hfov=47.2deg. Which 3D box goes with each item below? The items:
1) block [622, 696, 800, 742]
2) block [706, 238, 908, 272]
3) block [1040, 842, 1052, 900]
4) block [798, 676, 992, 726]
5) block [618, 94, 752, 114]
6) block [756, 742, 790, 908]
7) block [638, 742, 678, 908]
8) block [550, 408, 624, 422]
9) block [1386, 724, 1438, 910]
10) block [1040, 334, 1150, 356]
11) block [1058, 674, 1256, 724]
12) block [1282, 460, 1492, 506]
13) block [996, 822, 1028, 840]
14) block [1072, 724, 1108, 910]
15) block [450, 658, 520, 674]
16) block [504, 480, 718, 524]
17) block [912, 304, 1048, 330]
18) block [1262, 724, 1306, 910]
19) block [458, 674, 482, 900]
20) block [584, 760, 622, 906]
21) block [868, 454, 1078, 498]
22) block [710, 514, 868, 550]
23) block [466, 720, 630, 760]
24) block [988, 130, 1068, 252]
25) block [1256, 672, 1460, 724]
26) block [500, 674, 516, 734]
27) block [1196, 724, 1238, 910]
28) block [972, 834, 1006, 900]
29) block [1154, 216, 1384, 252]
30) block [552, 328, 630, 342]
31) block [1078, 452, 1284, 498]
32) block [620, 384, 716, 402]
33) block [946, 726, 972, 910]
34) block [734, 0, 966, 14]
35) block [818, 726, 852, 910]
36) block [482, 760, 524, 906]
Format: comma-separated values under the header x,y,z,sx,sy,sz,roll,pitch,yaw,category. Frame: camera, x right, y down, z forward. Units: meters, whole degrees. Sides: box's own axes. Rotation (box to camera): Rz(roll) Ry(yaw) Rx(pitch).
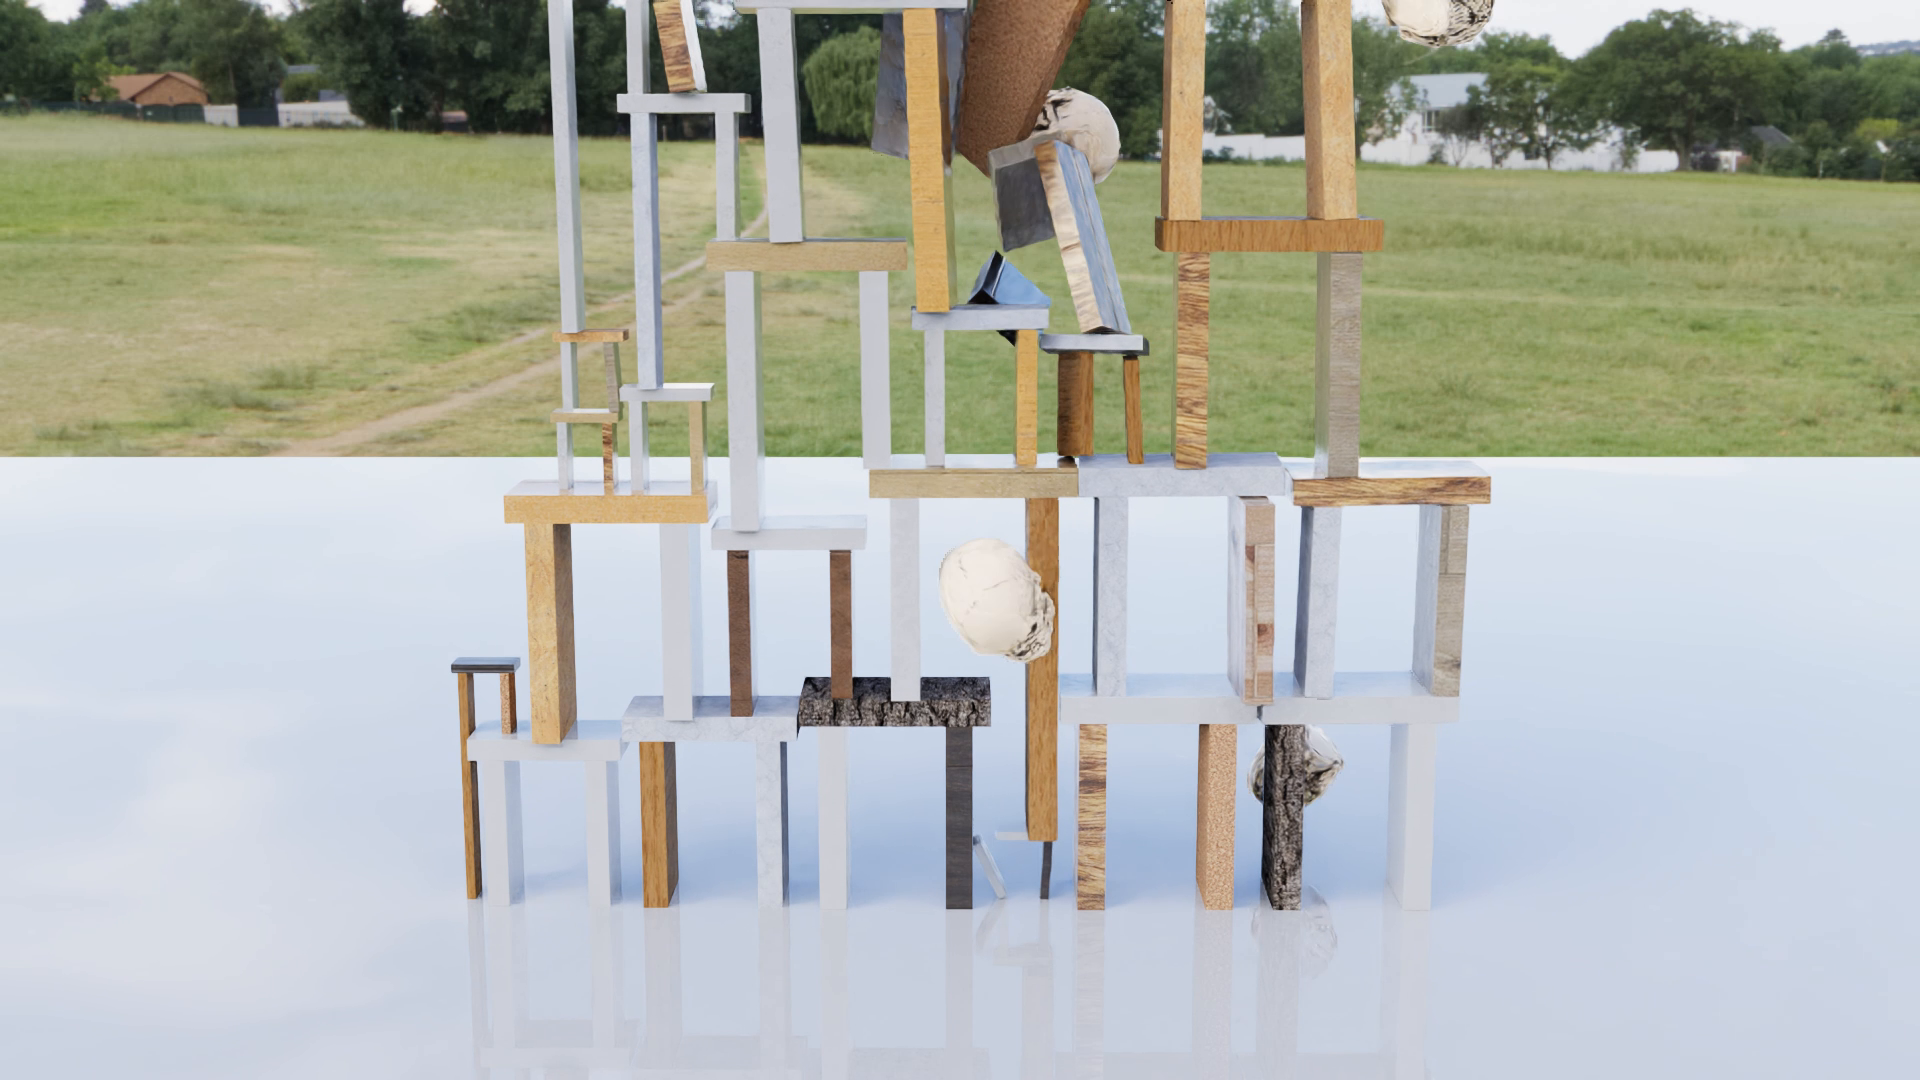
x,y,z,sx,sy,sz,roll,pitch,yaw,category
-0.405,0.293,3.616,0.282,0.040,0.141,0,11,0,block
-0.239,-0.452,3.469,0.310,0.044,0.155,0,11,-2,block
0.143,0.540,3.657,0.014,0.102,0.051,4,10,0,block
-0.104,0.265,3.610,0.309,0.044,0.154,0,11,0,block
-0.428,-0.681,3.432,0.196,0.028,0.098,0,10,1,block
-0.311,0.451,3.646,0.040,0.282,0.141,0,11,0,block
-0.498,0.451,3.646,0.040,0.282,0.141,0,11,0,block
-0.597,-0.199,3.520,0.108,0.015,0.054,0,11,0,block
0.745,0.434,3.635,0.045,0.317,0.158,0,11,1,block
0.217,-0.313,3.528,0.165,0.023,0.082,2,-1,12,block
0.319,0.260,3.606,0.314,0.044,0.157,0,10,0,block
0.681,-0.092,3.530,0.309,0.044,0.154,-1,12,1,block
0.110,0.483,3.648,0.102,0.014,0.051,-1,10,-1,block
0.214,0.436,3.639,0.044,0.314,0.157,0,10,0,block
-0.775,0.205,3.595,0.103,0.015,0.051,0,11,0,block
-0.559,-0.063,3.544,0.320,0.045,0.160,0,11,0,block
0.030,-0.355,3.501,0.215,0.030,0.108,-1,11,-1,block
0.534,0.434,3.636,0.045,0.317,0.158,0,11,1,block
-0.809,0.401,3.632,0.015,0.385,0.051,0,11,0,block
-0.591,0.468,3.648,0.035,0.248,0.124,0,11,0,block
0.020,-0.104,3.542,0.329,0.047,0.165,0,11,-1,block
-0.273,-0.012,3.550,0.244,0.035,0.122,0,11,-1,block
-0.674,0.329,3.622,0.248,0.035,0.124,0,11,0,block
0.123,-0.589,3.729,0.130,0.037,0.259,-17,-24,-3,block
0.640,0.257,3.597,0.317,0.045,0.158,0,11,-1,block
-0.741,0.262,3.606,0.015,0.103,0.051,0,11,0,block
0.424,0.436,3.639,0.044,0.314,0.157,0,10,0,block
0.049,0.542,3.659,0.014,0.102,0.051,-25,10,4,block
0.481,-0.482,3.454,0.337,0.048,0.168,0,11,1,block
-0.588,-0.326,3.505,0.112,0.016,0.056,0,10,1,block
0.352,-0.106,3.532,0.322,0.046,0.161,0,10,3,block
-0.467,-0.236,3.514,0.143,0.020,0.072,0,11,0,block
-0.001,0.438,3.642,0.044,0.309,0.154,0,11,0,block
-0.169,-0.844,3.401,0.350,0.050,0.175,0,11,-2,block
-0.207,0.438,3.642,0.044,0.309,0.154,0,11,0,block
-0.757,0.468,3.648,0.035,0.248,0.124,0,11,0,block
